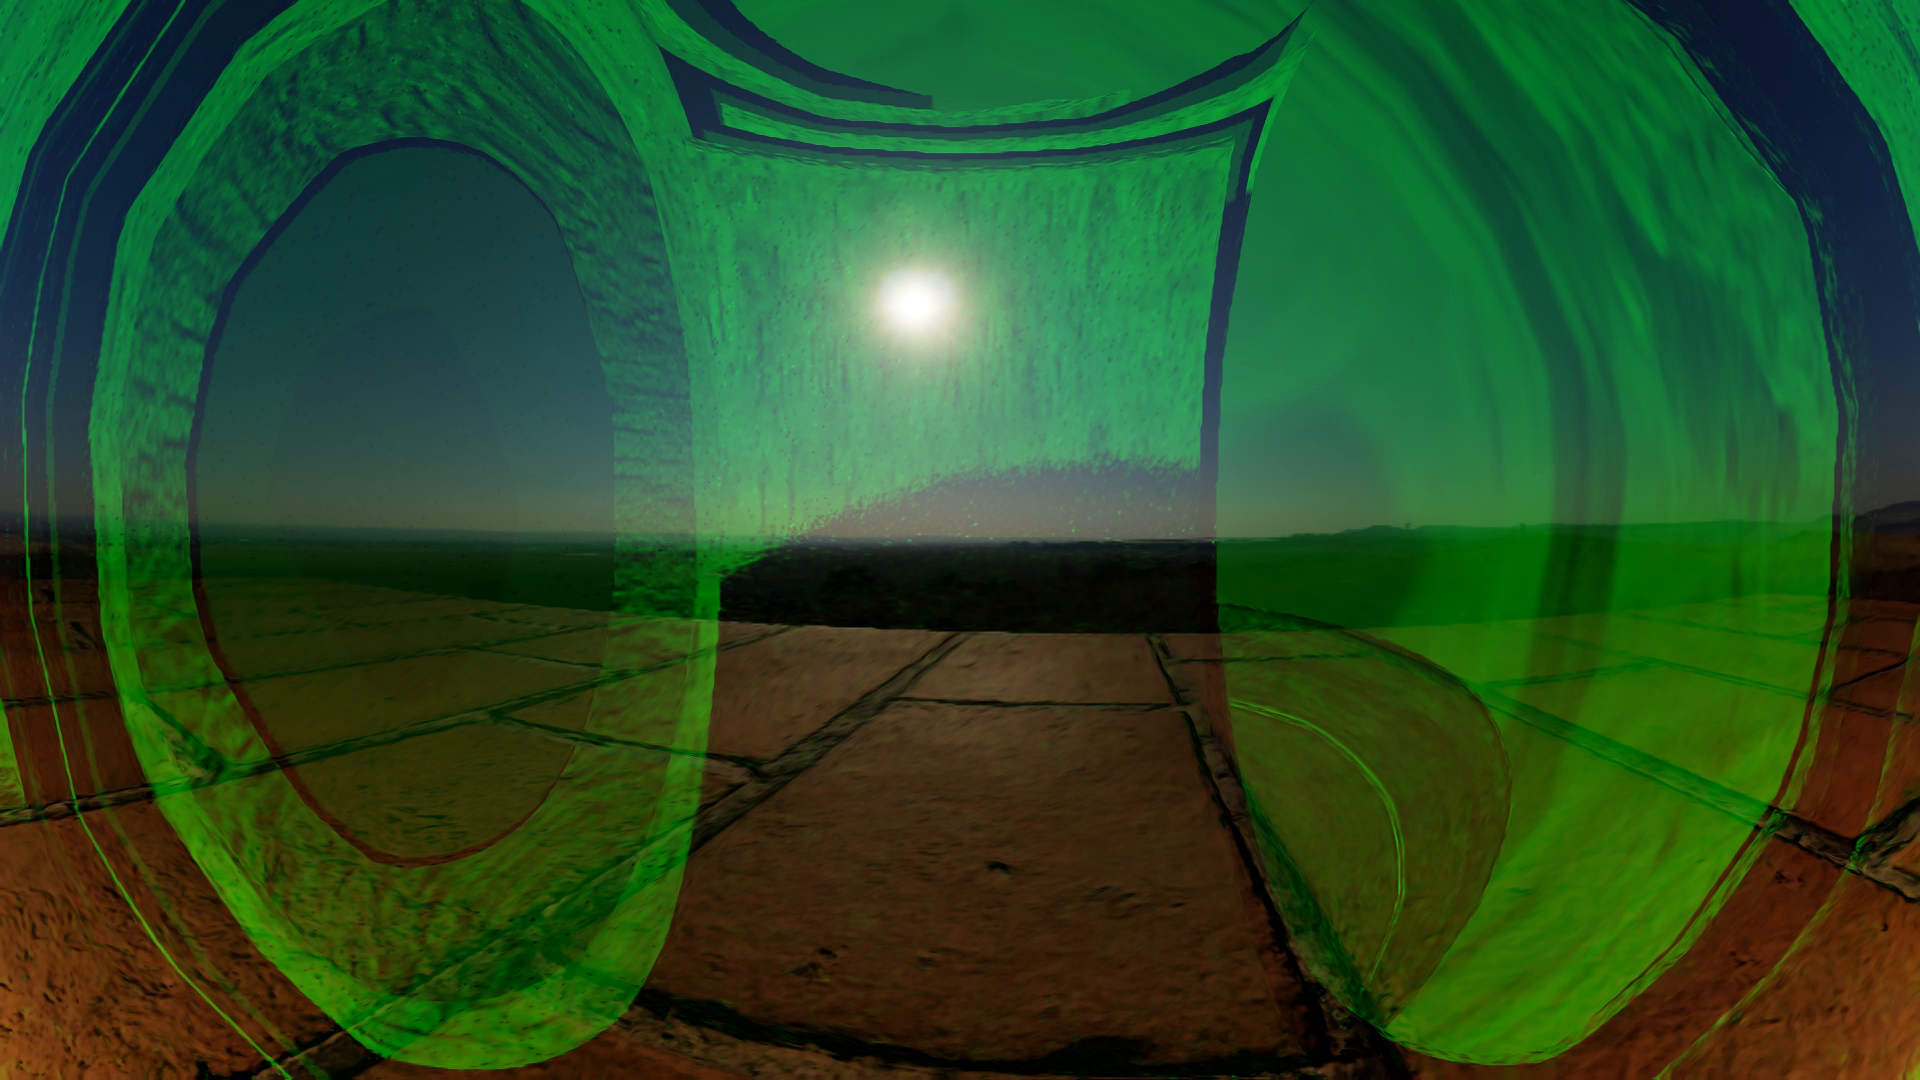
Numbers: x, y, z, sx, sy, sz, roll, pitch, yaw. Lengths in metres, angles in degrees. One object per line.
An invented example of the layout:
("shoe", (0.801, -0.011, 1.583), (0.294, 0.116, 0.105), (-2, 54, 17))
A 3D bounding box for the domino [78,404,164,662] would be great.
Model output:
("domino", (-0.171, -0.002, 0.261), (0.009, 0.050, 0.025), (-4, 6, -40))

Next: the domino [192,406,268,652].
("domino", (-0.155, -0.003, 0.273), (0.009, 0.050, 0.025), (-3, 5, -36))

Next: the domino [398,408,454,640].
("domino", (-0.120, -0.004, 0.290), (0.010, 0.050, 0.025), (-2, 5, -21))

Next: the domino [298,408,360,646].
("domino", (-0.139, -0.004, 0.283), (0.010, 0.050, 0.025), (-2, 5, -24))

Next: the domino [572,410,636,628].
("domino", (-0.085, -0.006, 0.307), (0.010, 0.050, 0.025), (-2, 5, -26))

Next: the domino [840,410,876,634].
("domino", (-0.014, -0.005, 0.295), (0.025, 0.050, 0.009), (-3, 5, -35))

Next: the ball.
("ball", (0.000, -0.002, 0.056), (0.080, 0.080, 0.080), (0, 4, 0))

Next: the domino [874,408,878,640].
("domino", (-0.005, -0.003, 0.278), (0.025, 0.050, 0.009), (-2, 5, -22))

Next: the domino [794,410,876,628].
("domino", (-0.028, -0.006, 0.309), (0.010, 0.050, 0.025), (3, 5, 30))

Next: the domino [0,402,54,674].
("domino", (-0.185, -0.001, 0.247), (0.025, 0.050, 0.009), (4, 6, 42))

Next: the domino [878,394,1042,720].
("domino", (0.000, 0.002, 0.201), (0.025, 0.050, 0.010), (0, 4, 0))

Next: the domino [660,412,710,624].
("domino", (-0.067, -0.006, 0.313), (0.009, 0.050, 0.025), (-1, 4, -8))

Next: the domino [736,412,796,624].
("domino", (-0.047, -0.006, 0.314), (0.010, 0.050, 0.025), (0, 4, 4))

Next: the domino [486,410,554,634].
("domino", (-0.103, -0.005, 0.298), (0.010, 0.050, 0.025), (-2, 5, -29))
